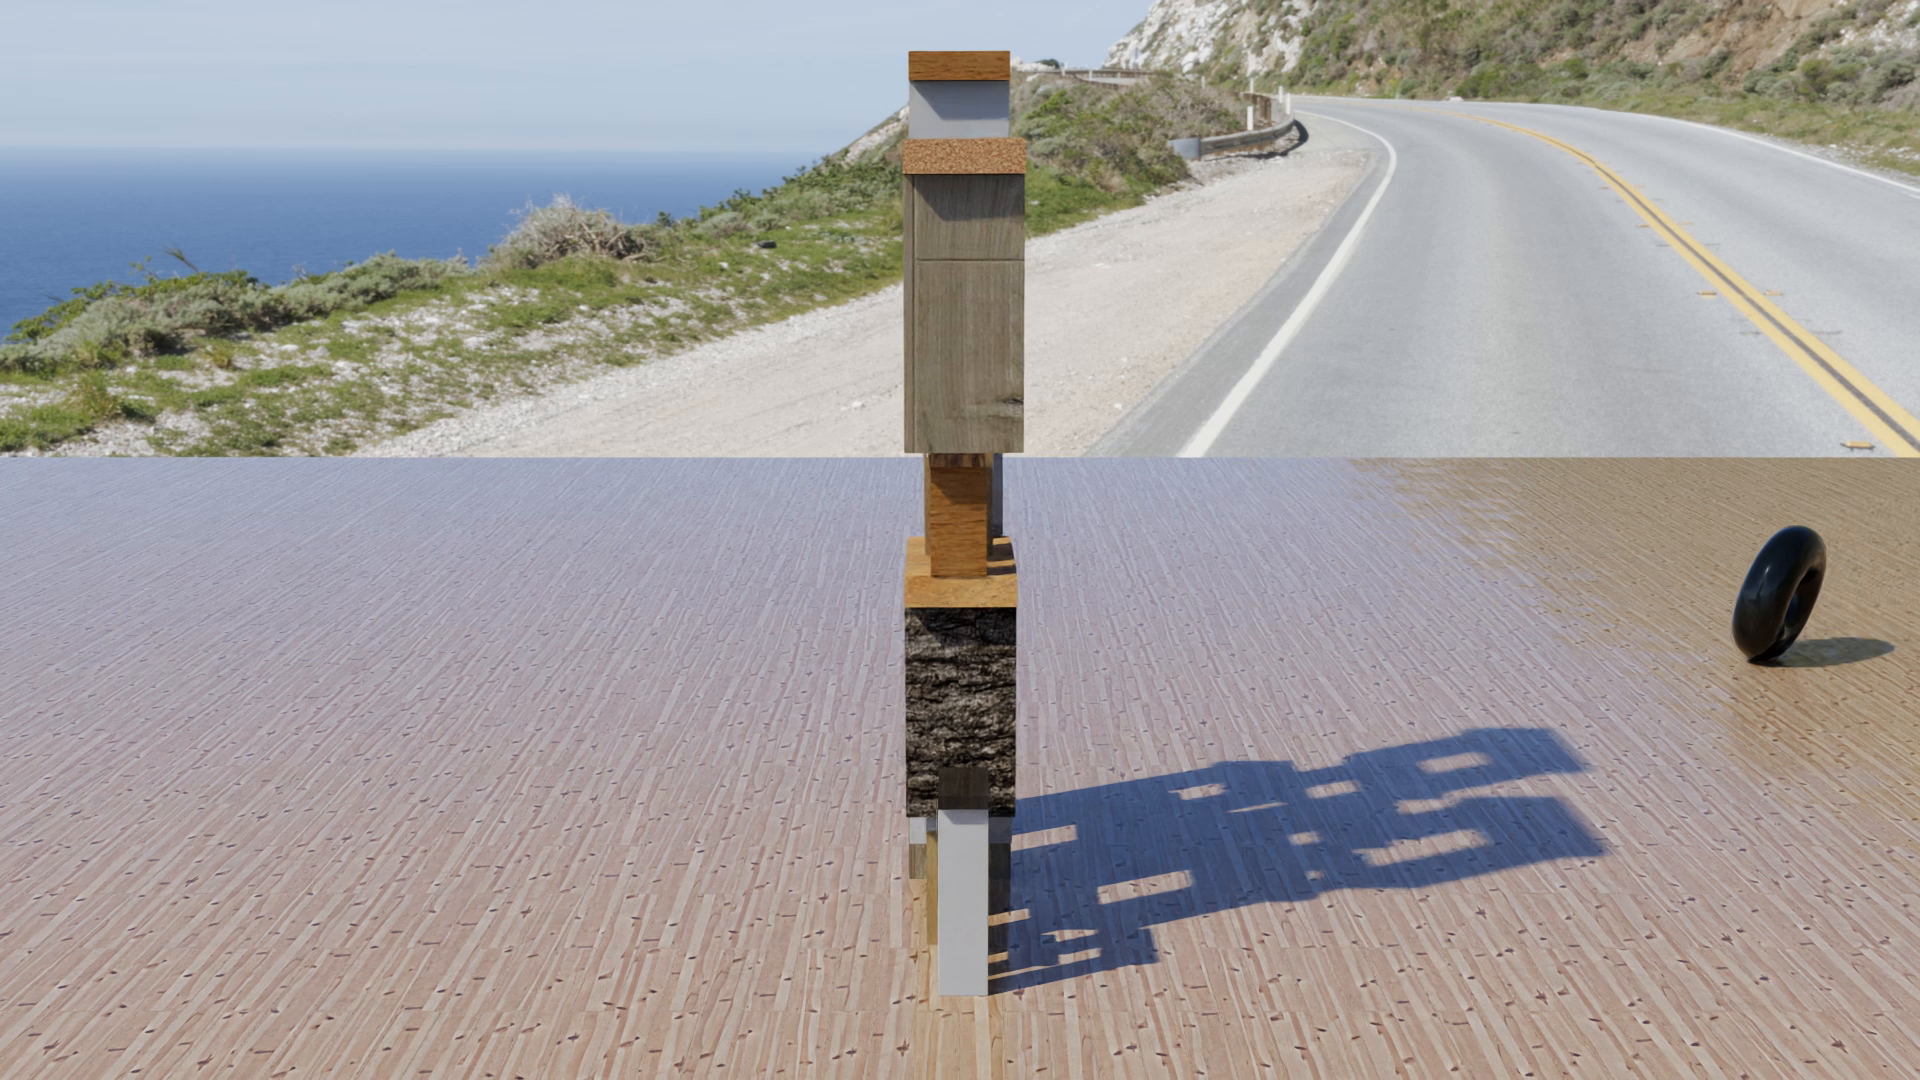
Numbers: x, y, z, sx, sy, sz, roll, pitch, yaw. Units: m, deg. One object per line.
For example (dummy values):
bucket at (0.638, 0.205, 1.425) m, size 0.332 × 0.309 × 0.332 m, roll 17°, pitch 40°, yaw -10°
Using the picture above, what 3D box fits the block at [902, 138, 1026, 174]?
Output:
block at (0.003, -0.565, 3.236) m, size 0.172 × 0.049 × 0.345 m, roll 0°, pitch 10°, yaw -1°

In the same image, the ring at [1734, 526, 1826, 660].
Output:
ring at (1.961, 0.127, 5.260) m, size 0.114 × 0.343 × 0.343 m, roll 25°, pitch 23°, yaw 33°

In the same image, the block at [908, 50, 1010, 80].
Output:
block at (-0.002, -0.782, 3.647) m, size 0.161 × 0.046 × 0.322 m, roll 0°, pitch 10°, yaw 0°

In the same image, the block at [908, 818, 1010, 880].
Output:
block at (0.000, 0.402, 3.733) m, size 0.173 × 0.346 × 0.049 m, roll 0°, pitch 11°, yaw 0°

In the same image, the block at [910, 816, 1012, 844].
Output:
block at (0.001, 0.272, 3.582) m, size 0.167 × 0.450 × 0.047 m, roll 0°, pitch 11°, yaw 0°

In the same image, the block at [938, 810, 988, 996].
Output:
block at (0.005, 0.526, 3.218) m, size 0.073 × 0.290 × 0.021 m, roll 0°, pitch 11°, yaw 0°

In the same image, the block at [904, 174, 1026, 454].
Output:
block at (0.006, -0.325, 3.162) m, size 0.172 × 0.397 × 0.049 m, roll 0°, pitch 11°, yaw 1°

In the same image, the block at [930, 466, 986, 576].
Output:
block at (-0.002, -0.031, 3.250) m, size 0.083 × 0.166 × 0.023 m, roll 0°, pitch 11°, yaw -1°

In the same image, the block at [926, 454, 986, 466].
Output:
block at (-0.007, -0.134, 3.285) m, size 0.083 × 0.023 × 0.166 m, roll 0°, pitch 11°, yaw -2°

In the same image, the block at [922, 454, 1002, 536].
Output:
block at (0.003, -0.182, 3.630) m, size 0.134 × 0.406 × 0.038 m, roll 0°, pitch 10°, yaw 0°

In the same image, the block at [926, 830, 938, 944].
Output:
block at (-0.003, 0.536, 3.435) m, size 0.096 × 0.192 × 0.027 m, roll 0°, pitch 11°, yaw 2°

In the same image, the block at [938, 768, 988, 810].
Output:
block at (0.005, 0.365, 3.238) m, size 0.073 × 0.021 × 0.146 m, roll 0°, pitch 11°, yaw 0°

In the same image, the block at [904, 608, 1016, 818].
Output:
block at (0.001, 0.255, 3.353) m, size 0.167 × 0.335 × 0.047 m, roll 0°, pitch 11°, yaw 0°

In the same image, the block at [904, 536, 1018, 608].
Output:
block at (0.000, 0.047, 3.426) m, size 0.167 × 0.047 × 0.335 m, roll 0°, pitch 10°, yaw -1°

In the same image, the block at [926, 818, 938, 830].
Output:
block at (-0.007, 0.416, 3.477) m, size 0.096 × 0.027 × 0.192 m, roll 0°, pitch 10°, yaw -1°

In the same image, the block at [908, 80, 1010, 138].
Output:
block at (-0.001, -0.581, 3.572) m, size 0.161 × 0.322 × 0.046 m, roll 0°, pitch 10°, yaw 0°

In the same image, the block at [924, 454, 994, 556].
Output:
block at (-0.002, -0.083, 3.419) m, size 0.106 × 0.212 × 0.030 m, roll 0°, pitch 11°, yaw -1°
